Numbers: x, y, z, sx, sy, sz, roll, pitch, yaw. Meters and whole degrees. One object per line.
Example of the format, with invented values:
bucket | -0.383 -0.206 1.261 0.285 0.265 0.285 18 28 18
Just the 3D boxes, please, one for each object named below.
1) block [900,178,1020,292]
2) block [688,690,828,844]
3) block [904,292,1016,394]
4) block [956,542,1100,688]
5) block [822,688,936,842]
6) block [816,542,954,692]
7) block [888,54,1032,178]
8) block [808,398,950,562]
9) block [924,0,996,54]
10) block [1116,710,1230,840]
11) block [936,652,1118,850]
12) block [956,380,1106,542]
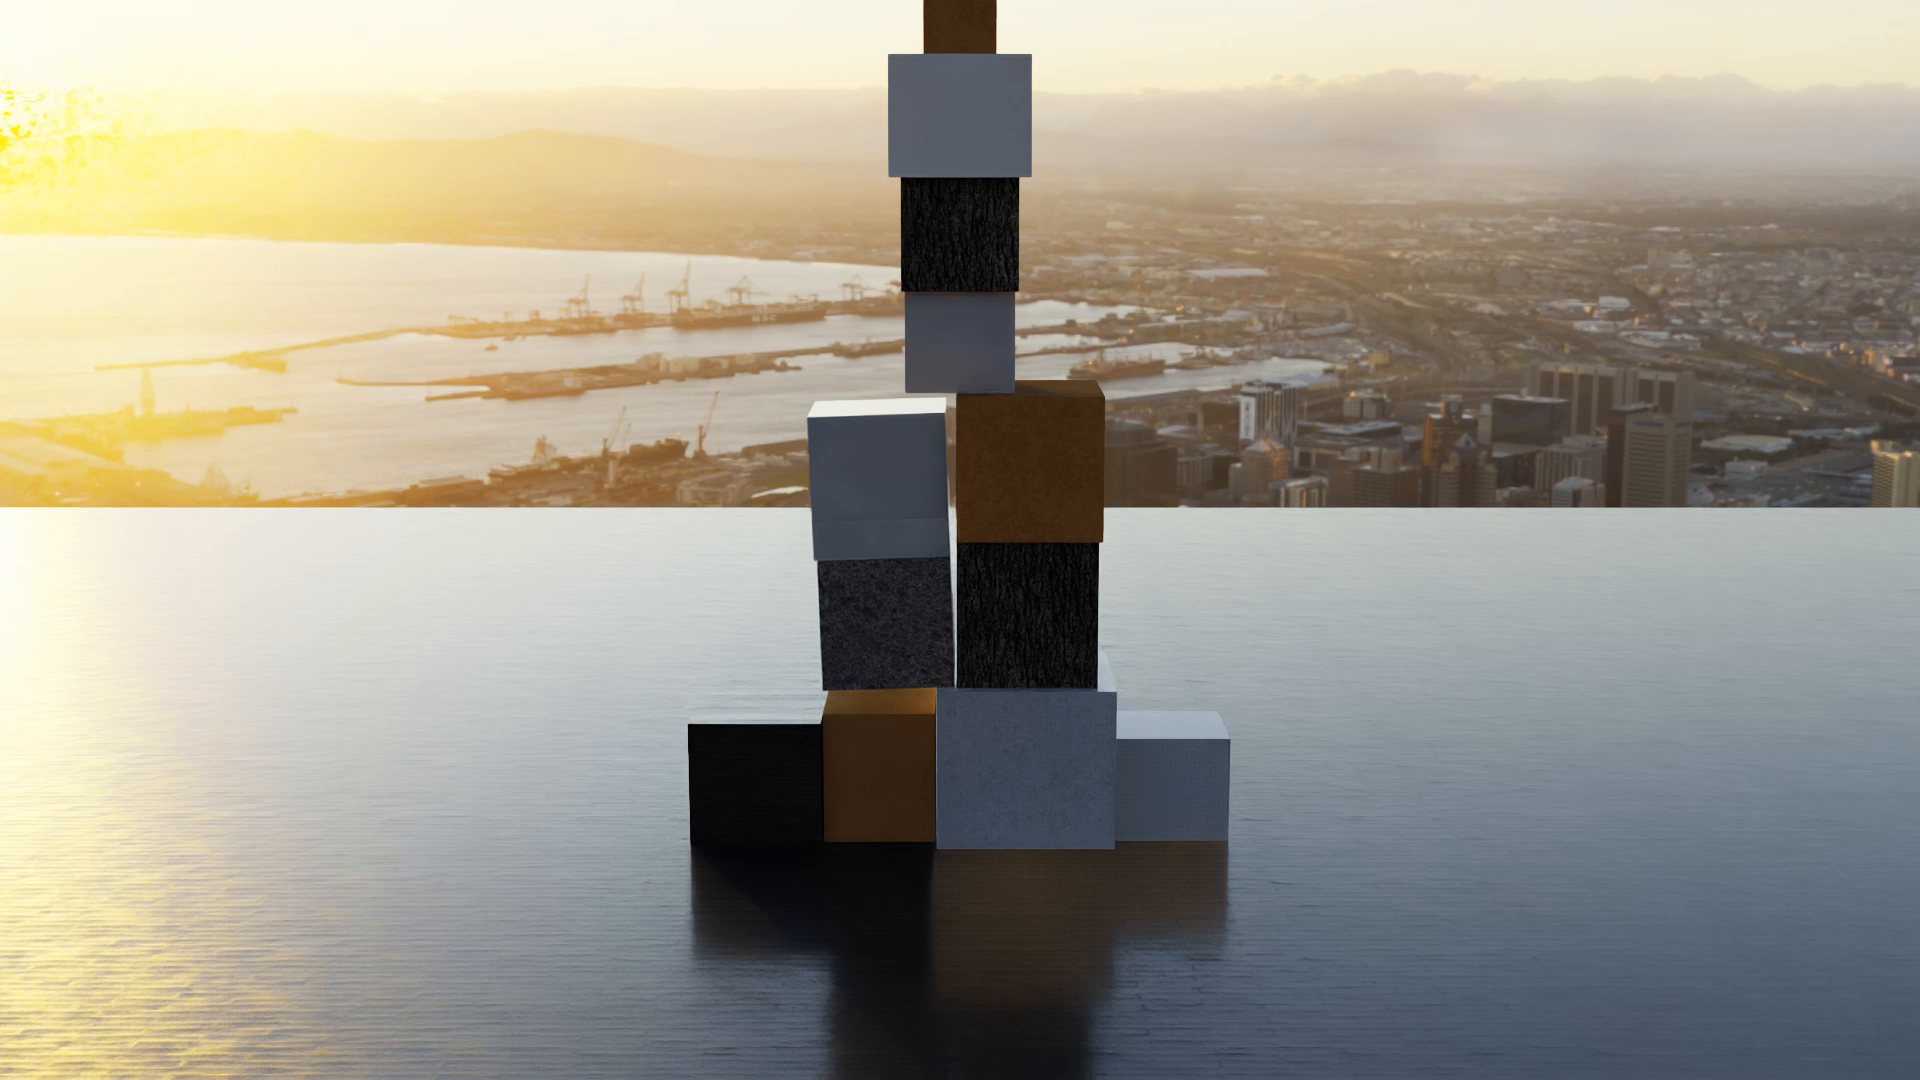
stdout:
block | 0.000 -1.525 10.894 0.571 0.548 0.551 0 10 0
block | -1.030 1.169 11.379 0.664 0.629 0.672 0 10 0
block | 0.000 -1.011 11.003 0.538 0.501 0.496 0 10 0
block | 0.334 0.310 11.233 0.702 0.743 0.705 0 10 0
block | -0.407 1.148 11.383 0.562 0.668 0.597 0 10 0
block | -0.367 0.359 11.255 0.658 0.654 0.696 -2 10 0
block | 0.000 -2.079 10.796 0.684 0.578 0.693 0 10 0
block | -0.399 -0.317 11.142 0.677 0.719 0.643 -2 10 0
block | 0.000 -2.563 10.703 0.353 0.407 0.398 0 10 0
block | 1.075 1.215 11.388 0.574 0.535 0.550 0 10 0
block | 0.331 1.076 11.373 0.894 0.814 0.842 0 10 0
block | 0.343 -0.409 11.101 0.721 0.719 0.764 0 10 0
